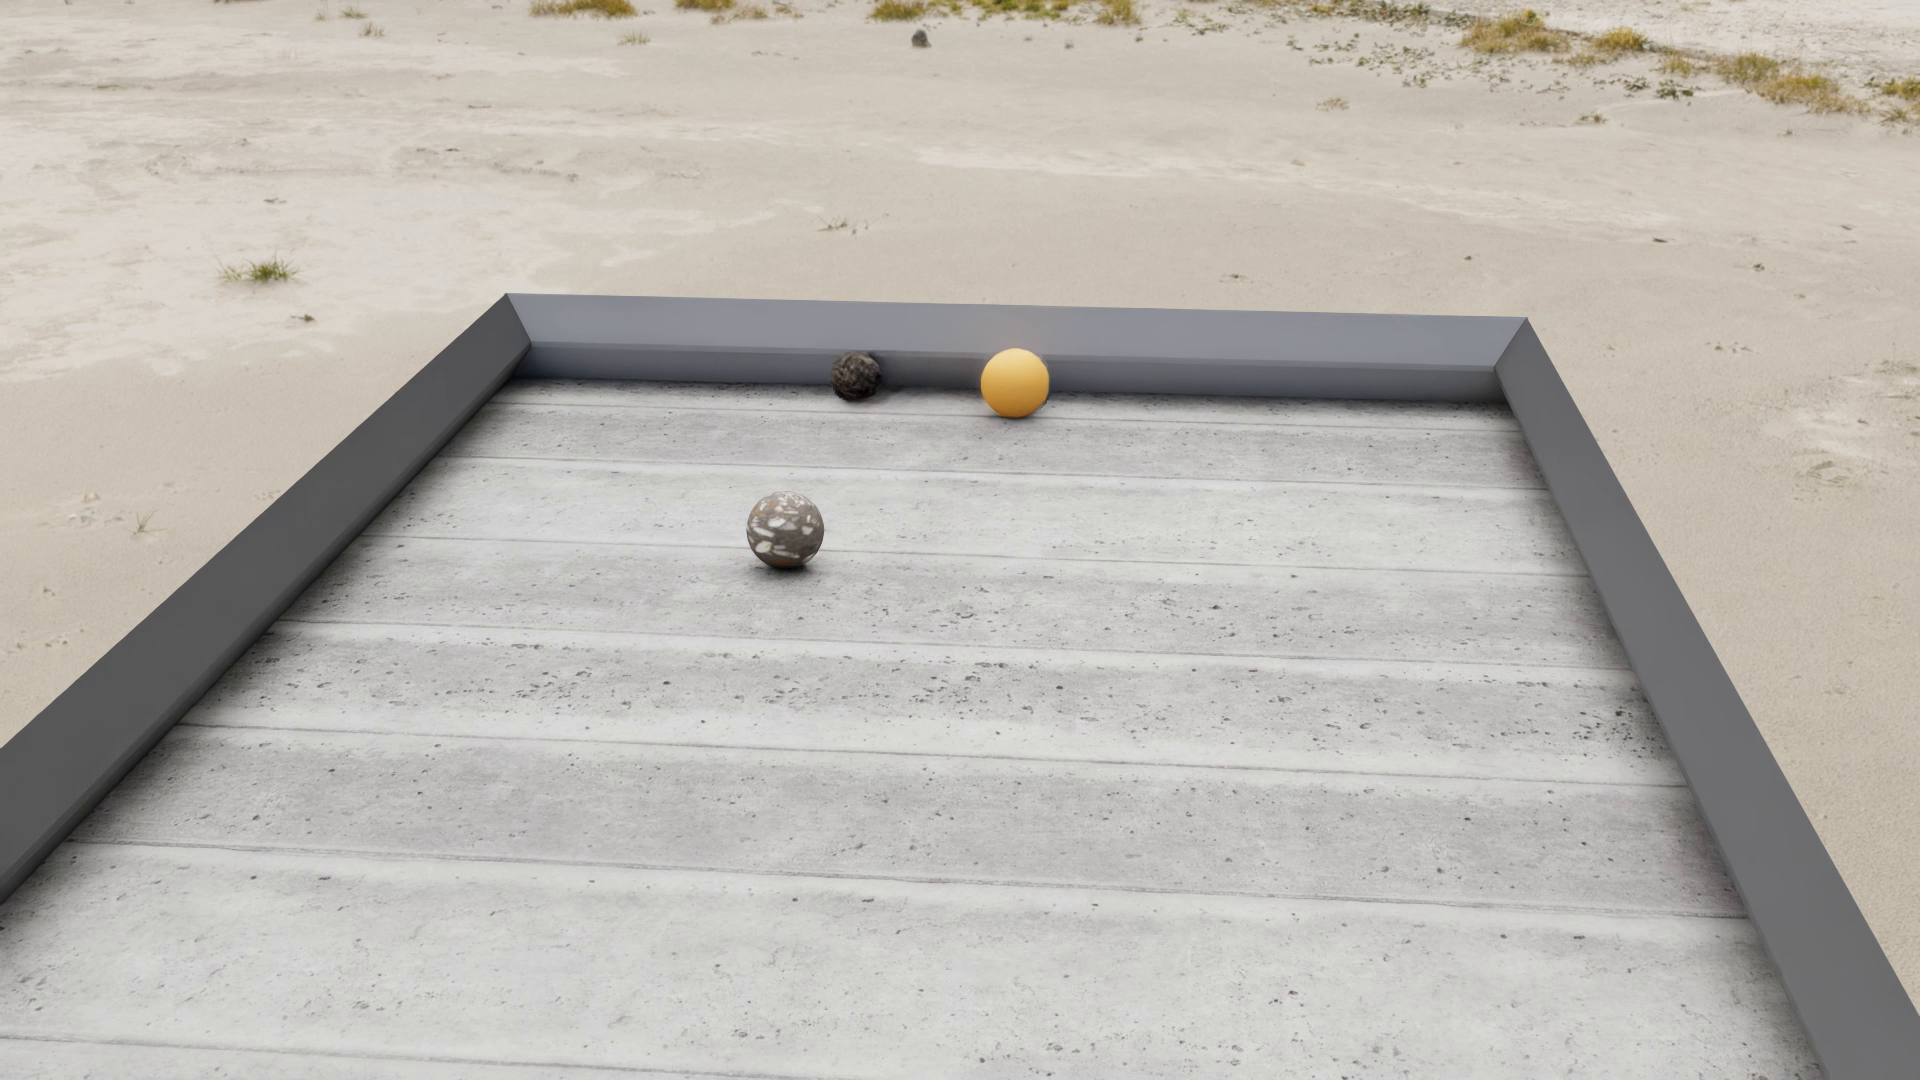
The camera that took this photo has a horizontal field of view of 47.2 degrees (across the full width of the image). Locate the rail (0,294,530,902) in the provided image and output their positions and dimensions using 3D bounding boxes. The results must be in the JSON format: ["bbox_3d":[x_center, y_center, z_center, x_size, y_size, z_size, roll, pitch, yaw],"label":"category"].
[{"bbox_3d":[-0.736,0.214,1.780,0.045,0.118,2.796,2,21,5],"label":"rail"}]

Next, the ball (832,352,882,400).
[{"bbox_3d":[-0.140,-0.222,2.983,0.066,0.066,0.066,0,21,0],"label":"ball"}]

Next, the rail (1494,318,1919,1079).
[{"bbox_3d":[0.609,0.258,1.665,0.045,0.118,2.796,2,21,5],"label":"rail"}]

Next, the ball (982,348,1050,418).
[{"bbox_3d":[0.074,-0.208,2.912,0.091,0.091,0.091,0,21,0],"label":"ball"}]

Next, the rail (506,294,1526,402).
[{"bbox_3d":[0.061,-0.257,2.999,1.398,0.118,0.045,2,21,5],"label":"rail"}]

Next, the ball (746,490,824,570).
[{"bbox_3d":[-0.191,-0.011,2.410,0.086,0.086,0.086,0,21,0],"label":"ball"}]
